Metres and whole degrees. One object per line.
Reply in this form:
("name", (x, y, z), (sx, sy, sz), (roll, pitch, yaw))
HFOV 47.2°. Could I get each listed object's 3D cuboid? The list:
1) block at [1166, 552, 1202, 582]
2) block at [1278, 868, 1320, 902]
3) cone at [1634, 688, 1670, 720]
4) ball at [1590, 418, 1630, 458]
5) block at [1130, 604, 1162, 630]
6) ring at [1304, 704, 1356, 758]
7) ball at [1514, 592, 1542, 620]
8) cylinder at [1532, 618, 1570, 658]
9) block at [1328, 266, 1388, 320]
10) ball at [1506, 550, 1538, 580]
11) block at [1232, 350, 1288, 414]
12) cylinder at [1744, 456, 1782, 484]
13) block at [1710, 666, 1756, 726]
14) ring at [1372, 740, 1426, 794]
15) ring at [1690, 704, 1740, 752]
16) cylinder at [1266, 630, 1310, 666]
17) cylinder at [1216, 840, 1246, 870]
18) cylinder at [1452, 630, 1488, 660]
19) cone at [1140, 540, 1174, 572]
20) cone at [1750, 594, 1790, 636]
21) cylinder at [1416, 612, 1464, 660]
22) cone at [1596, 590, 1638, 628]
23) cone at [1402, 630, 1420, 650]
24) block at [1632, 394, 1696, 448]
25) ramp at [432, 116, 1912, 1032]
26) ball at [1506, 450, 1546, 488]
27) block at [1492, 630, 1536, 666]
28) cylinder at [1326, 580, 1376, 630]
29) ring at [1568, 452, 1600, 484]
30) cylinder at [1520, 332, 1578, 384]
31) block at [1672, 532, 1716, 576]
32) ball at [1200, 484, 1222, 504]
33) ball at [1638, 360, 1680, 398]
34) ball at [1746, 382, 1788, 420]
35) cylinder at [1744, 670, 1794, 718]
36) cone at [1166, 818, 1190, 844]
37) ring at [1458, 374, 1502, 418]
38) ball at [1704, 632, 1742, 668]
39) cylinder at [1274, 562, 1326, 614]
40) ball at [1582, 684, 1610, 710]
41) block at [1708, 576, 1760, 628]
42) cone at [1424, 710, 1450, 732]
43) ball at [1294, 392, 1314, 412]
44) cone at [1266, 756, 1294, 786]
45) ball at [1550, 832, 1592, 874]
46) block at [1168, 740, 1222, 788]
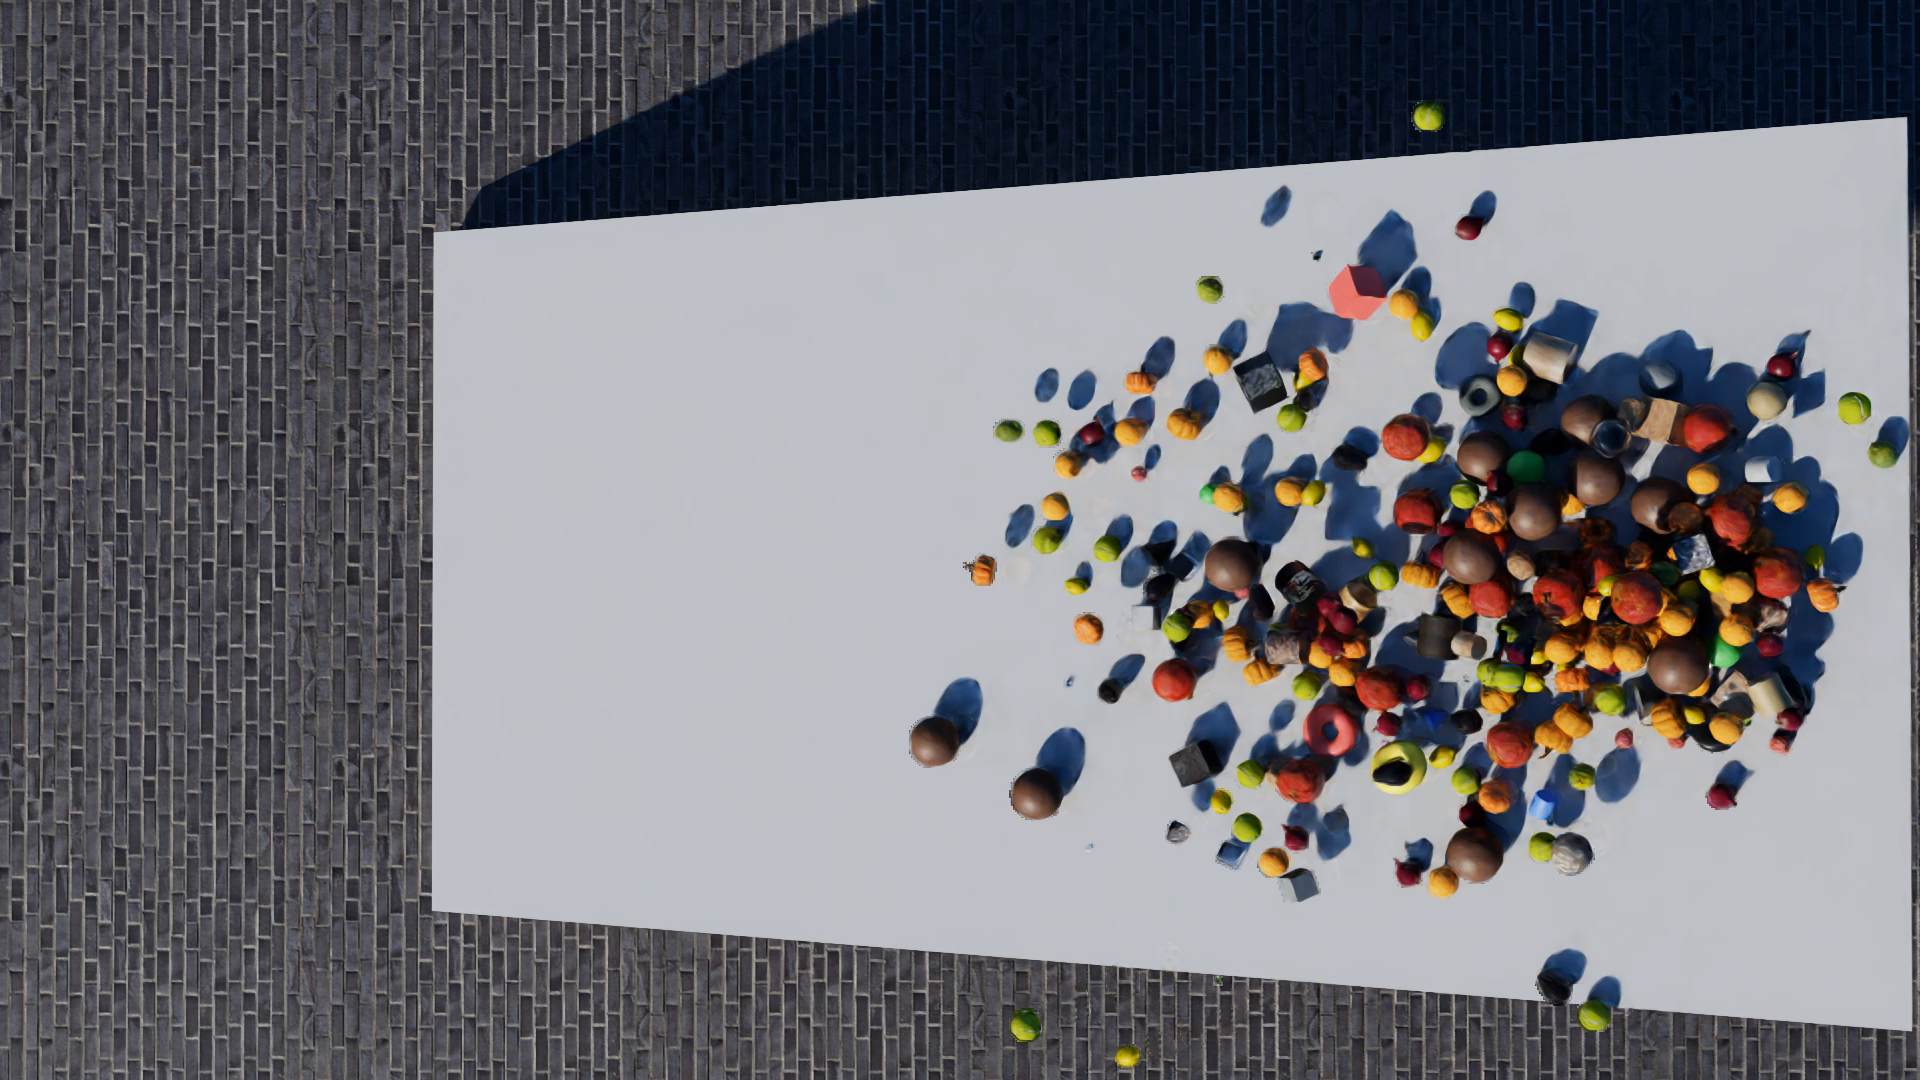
("block", (0.559, 0.068, 5.482), (0.053, 0.053, 0.053), (42, 106, 19))
("block", (0.812, 0.828, 5.272), (0.060, 0.060, 0.060), (-20, 95, -19))
("cone", (1.583, 0.369, 5.011), (0.074, 0.074, 0.074), (-9, 89, 4))
("ball", (1.456, -0.228, 4.927), (0.088, 0.088, 0.088), (0, 89, 0))
("block", (0.466, 0.194, 5.520), (0.059, 0.059, 0.059), (4, 91, 25))
("ring", (0.896, 0.463, 5.327), (0.135, 0.045, 0.135), (0, 90, 27))
("ball", (1.301, 0.152, 5.046), (0.062, 0.062, 0.062), (0, 89, 0))
("cylinder", (1.366, 0.228, 5.097), (0.072, 0.072, 0.072), (21, 99, 0))
("block", (0.946, -0.589, 5.239), (0.088, 0.088, 0.088), (3, 58, -27))
("ball", (1.298, 0.057, 5.082), (0.069, 0.069, 0.069), (0, 89, 0))
("block", (0.727, -0.382, 5.323), (0.091, 0.091, 0.091), (-26, 58, 4))
("cylinder", (1.751, -0.153, 4.792), (0.057, 0.057, 0.057), (0, 89, -36))
("block", (1.744, 0.348, 4.907), (0.090, 0.090, 0.090), (42, 110, 18))
("ring", (1.037, 0.536, 5.195), (0.137, 0.046, 0.137), (-18, 51, 24))
("ring", (1.703, 0.424, 4.960), (0.109, 0.036, 0.109), (0, 90, 26))
("cylinder", (0.781, 0.255, 5.239), (0.084, 0.084, 0.084), (0, 89, 28))
("cylinder", (0.669, 0.777, 5.423), (0.054, 0.054, 0.054), (25, 89, 23))
("cylinder", (1.178, 0.244, 5.089), (0.058, 0.058, 0.058), (-13, 111, -36))
("cone", (0.509, 0.023, 5.515), (0.080, 0.080, 0.080), (-37, 89, -8))
("cone", (1.790, 0.160, 4.804), (0.091, 0.091, 0.091), (1, 83, -4))
("cylinder", (1.133, 0.228, 5.189), (0.099, 0.099, 0.099), (8, 88, 0))
("cone", (1.444, 0.173, 4.910), (0.095, 0.095, 0.095), (-30, 89, -33))
("cone", (1.095, 0.227, 5.249), (0.054, 0.054, 0.054), (43, 79, 0))
("block", (1.592, -0.269, 4.974), (0.092, 0.092, 0.092), (19, 98, 44))
("ramp", (0.282, 0.082, 5.694), (4.000, 0.100, 2.000), (0, 89, 25))
("ball", (1.303, -0.164, 5.063), (0.089, 0.089, 0.089), (0, 89, 0))
("block", (1.265, 0.247, 5.019), (0.067, 0.067, 0.067), (15, 92, -4))
("cylinder", (0.930, 0.155, 5.231), (0.087, 0.087, 0.087), (39, 125, 0))
("ring", (1.445, -0.168, 5.091), (0.077, 0.026, 0.077), (-1, 88, 25))
("cylinder", (1.365, -0.422, 5.091), (0.099, 0.099, 0.099), (21, 89, 24))
("block", (1.621, 0.029, 4.857), (0.073, 0.073, 0.073), (-20, 87, 21))
("ball", (0.621, -0.114, 5.455), (0.054, 0.054, 0.054), (0, 89, 0))
("ball", (1.587, -0.365, 4.993), (0.088, 0.088, 0.088), (0, 89, 0))
("ball", (1.798, -0.310, 4.898), (0.085, 0.085, 0.085), (0, 89, 0))
("cylinder", (1.766, 0.337, 4.801), (0.076, 0.076, 0.076), (-27, 87, 0))
("cone", (0.534, 0.710, 5.446), (0.059, 0.059, 0.059), (-5, 124, -7))
("ring", (1.229, -0.341, 5.188), (0.104, 0.035, 0.104), (-1, 88, 25))
("ball", (1.695, 0.244, 4.885), (0.078, 0.078, 0.078), (0, 89, 0))
("cylinder", (0.809, 0.112, 5.222), (0.090, 0.090, 0.090), (-16, 131, -20))
("ball", (1.463, 0.362, 5.057), (0.062, 0.062, 0.062), (0, 89, 0))
("block", (1.735, 0.137, 4.915), (0.095, 0.095, 0.095), (-16, 83, 24))
("cone", (1.140, 0.419, 5.225), (0.057, 0.057, 0.057), (-21, 89, -5))
("ball", (0.838, -0.337, 5.360), (0.050, 0.050, 0.050), (0, 89, 0))
("cone", (0.771, 0.569, 5.367), (0.074, 0.074, 0.074), (0, 89, 25))
("ball", (1.379, 0.706, 4.961), (0.092, 0.092, 0.092), (0, 89, 0))
("block", (0.584, 0.554, 5.445), (0.085, 0.085, 0.085), (-29, 78, 25))
